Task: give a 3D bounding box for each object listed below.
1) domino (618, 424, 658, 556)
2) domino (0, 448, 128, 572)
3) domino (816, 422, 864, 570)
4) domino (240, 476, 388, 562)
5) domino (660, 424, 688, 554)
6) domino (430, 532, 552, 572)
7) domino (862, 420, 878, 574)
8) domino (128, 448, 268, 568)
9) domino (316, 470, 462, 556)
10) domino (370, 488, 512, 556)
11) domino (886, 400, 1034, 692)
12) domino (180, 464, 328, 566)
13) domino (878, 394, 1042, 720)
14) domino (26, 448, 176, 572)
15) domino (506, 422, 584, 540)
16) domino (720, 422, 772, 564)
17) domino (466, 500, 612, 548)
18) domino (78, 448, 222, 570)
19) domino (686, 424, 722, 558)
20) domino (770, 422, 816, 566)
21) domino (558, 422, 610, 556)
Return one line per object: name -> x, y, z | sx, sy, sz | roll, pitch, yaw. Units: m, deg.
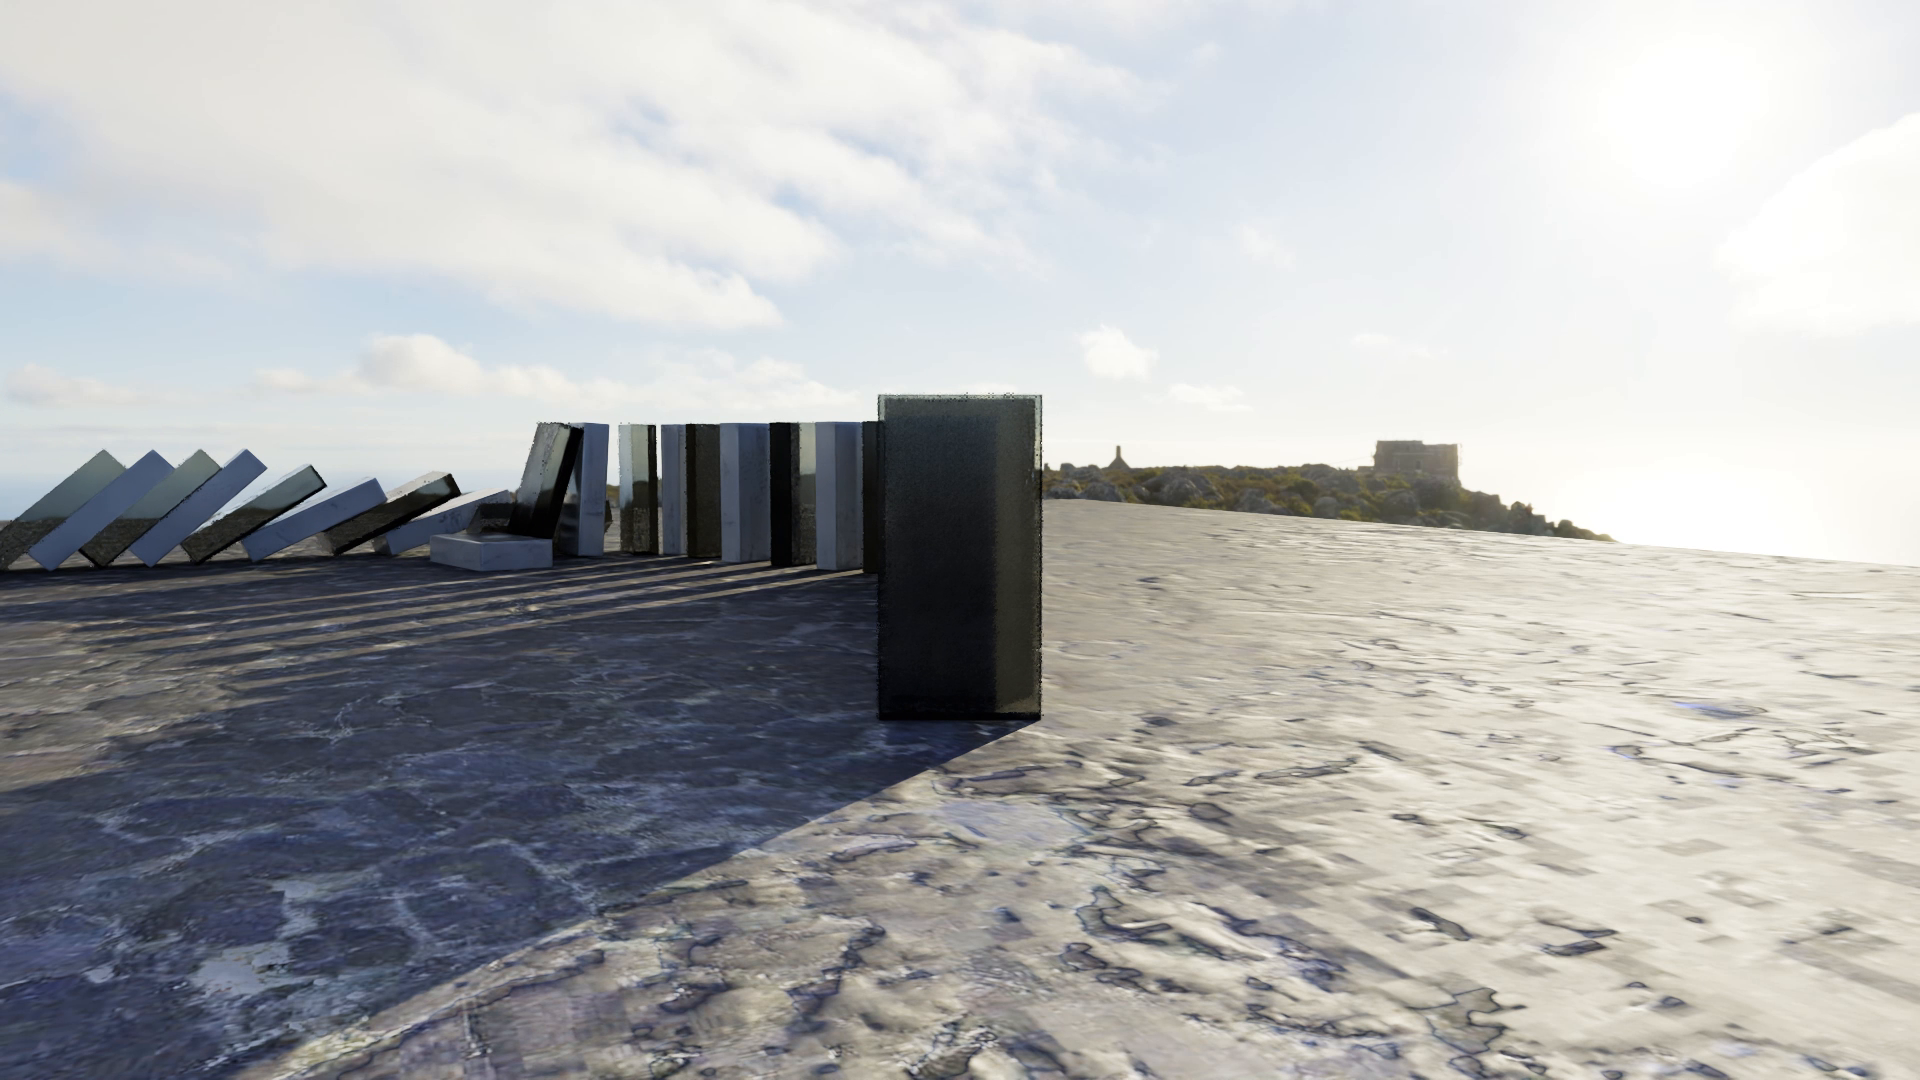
domino -> -0.126, -0.020, 0.503 | 0.010, 0.050, 0.025 | -2, 5, -26
domino -> -0.307, -0.010, 0.434 | 0.050, 0.010, 0.025 | -49, 26, -20
domino -> -0.037, -0.016, 0.442 | 0.010, 0.050, 0.025 | 4, 6, 40
domino -> -0.242, -0.008, 0.480 | 0.050, 0.010, 0.025 | -31, 19, -27
domino -> -0.104, -0.020, 0.503 | 0.009, 0.050, 0.025 | 3, 5, 34
domino -> -0.167, 0.004, 0.455 | 0.025, 0.009, 0.050 | -4, 6, -40
domino -> -0.020, -0.014, 0.427 | 0.025, 0.050, 0.010 | -4, 6, -43
domino -> -0.271, -0.012, 0.457 | 0.050, 0.009, 0.025 | -49, 26, -20
domino -> -0.221, -0.011, 0.496 | 0.050, 0.009, 0.025 | -33, 23, -31
domino -> -0.206, -0.008, 0.511 | 0.050, 0.010, 0.025 | -26, 19, -35
domino -> 0.000, 0.001, 0.224 | 0.025, 0.050, 0.010 | 0, 4, 0
domino -> -0.257, -0.010, 0.467 | 0.050, 0.009, 0.025 | -39, 23, -24
domino -> 0.000, 0.002, 0.201 | 0.025, 0.050, 0.010 | 0, 4, 0
domino -> -0.295, -0.011, 0.442 | 0.050, 0.010, 0.025 | -49, 26, -20
domino -> -0.157, -0.019, 0.483 | 0.010, 0.050, 0.025 | 19, -7, -35
domino -> -0.075, -0.018, 0.468 | 0.010, 0.050, 0.025 | 3, 5, 37
domino -> -0.167, -0.006, 0.509 | 0.050, 0.010, 0.025 | -3, -22, -34
domino -> -0.283, -0.012, 0.449 | 0.050, 0.010, 0.025 | -49, 26, -20
domino -> -0.090, -0.019, 0.486 | 0.025, 0.050, 0.009 | -3, 5, -33
domino -> -0.055, -0.017, 0.456 | 0.010, 0.050, 0.025 | 3, 5, 33
domino -> -0.144, -0.020, 0.492 | 0.009, 0.050, 0.025 | 2, 2, -34
